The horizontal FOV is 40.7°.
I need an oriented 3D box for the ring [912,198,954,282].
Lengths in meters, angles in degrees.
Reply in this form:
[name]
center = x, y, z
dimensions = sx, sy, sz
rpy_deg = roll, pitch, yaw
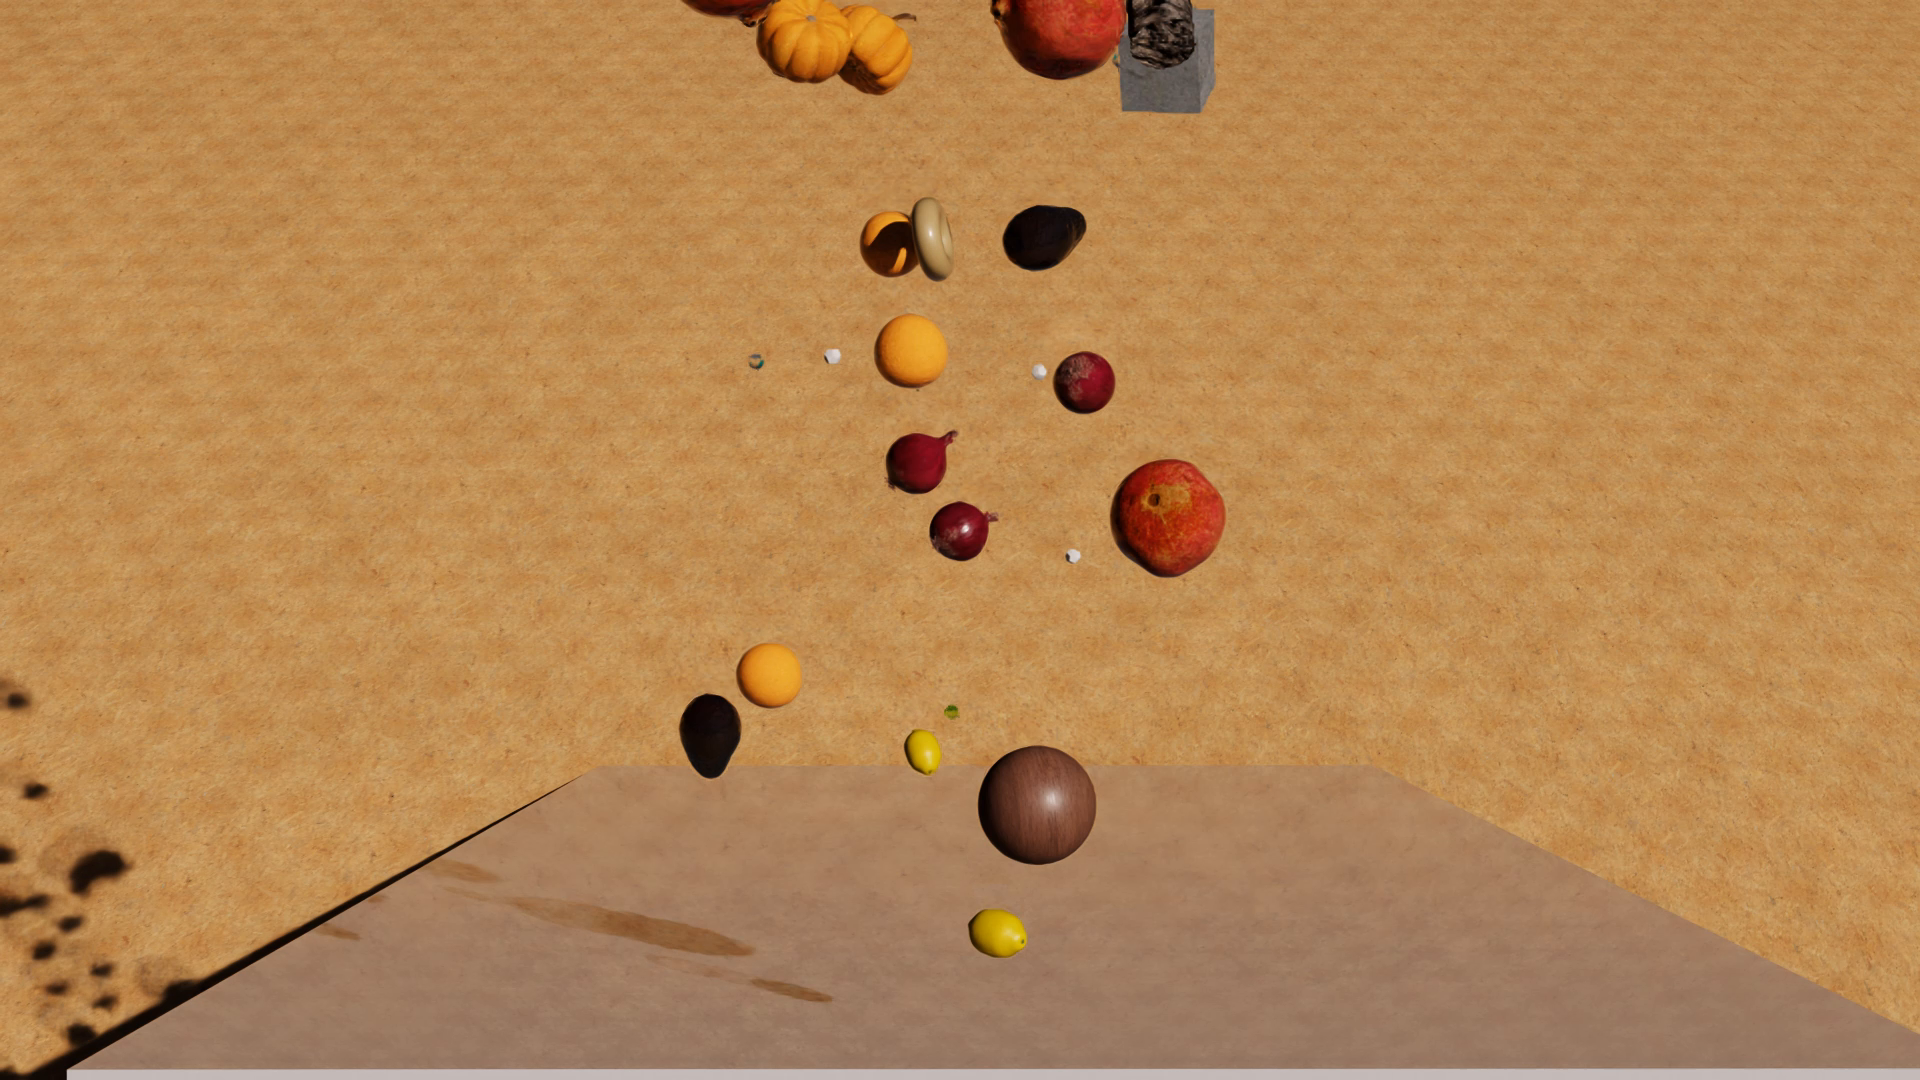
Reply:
[ring]
center = -0.029, -0.316, 2.721
dimensions = 0.030, 0.090, 0.090
rpy_deg = -10, 30, 11

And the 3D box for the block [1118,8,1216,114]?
[block]
center = 0.198, -0.457, 2.464
dimensions = 0.076, 0.076, 0.076
rpy_deg = 5, 32, 16

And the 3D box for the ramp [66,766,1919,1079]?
[ramp]
center = 0.070, 0.616, 4.694
dimensions = 2.000, 0.100, 4.000
rpy_deg = 0, 0, 0
